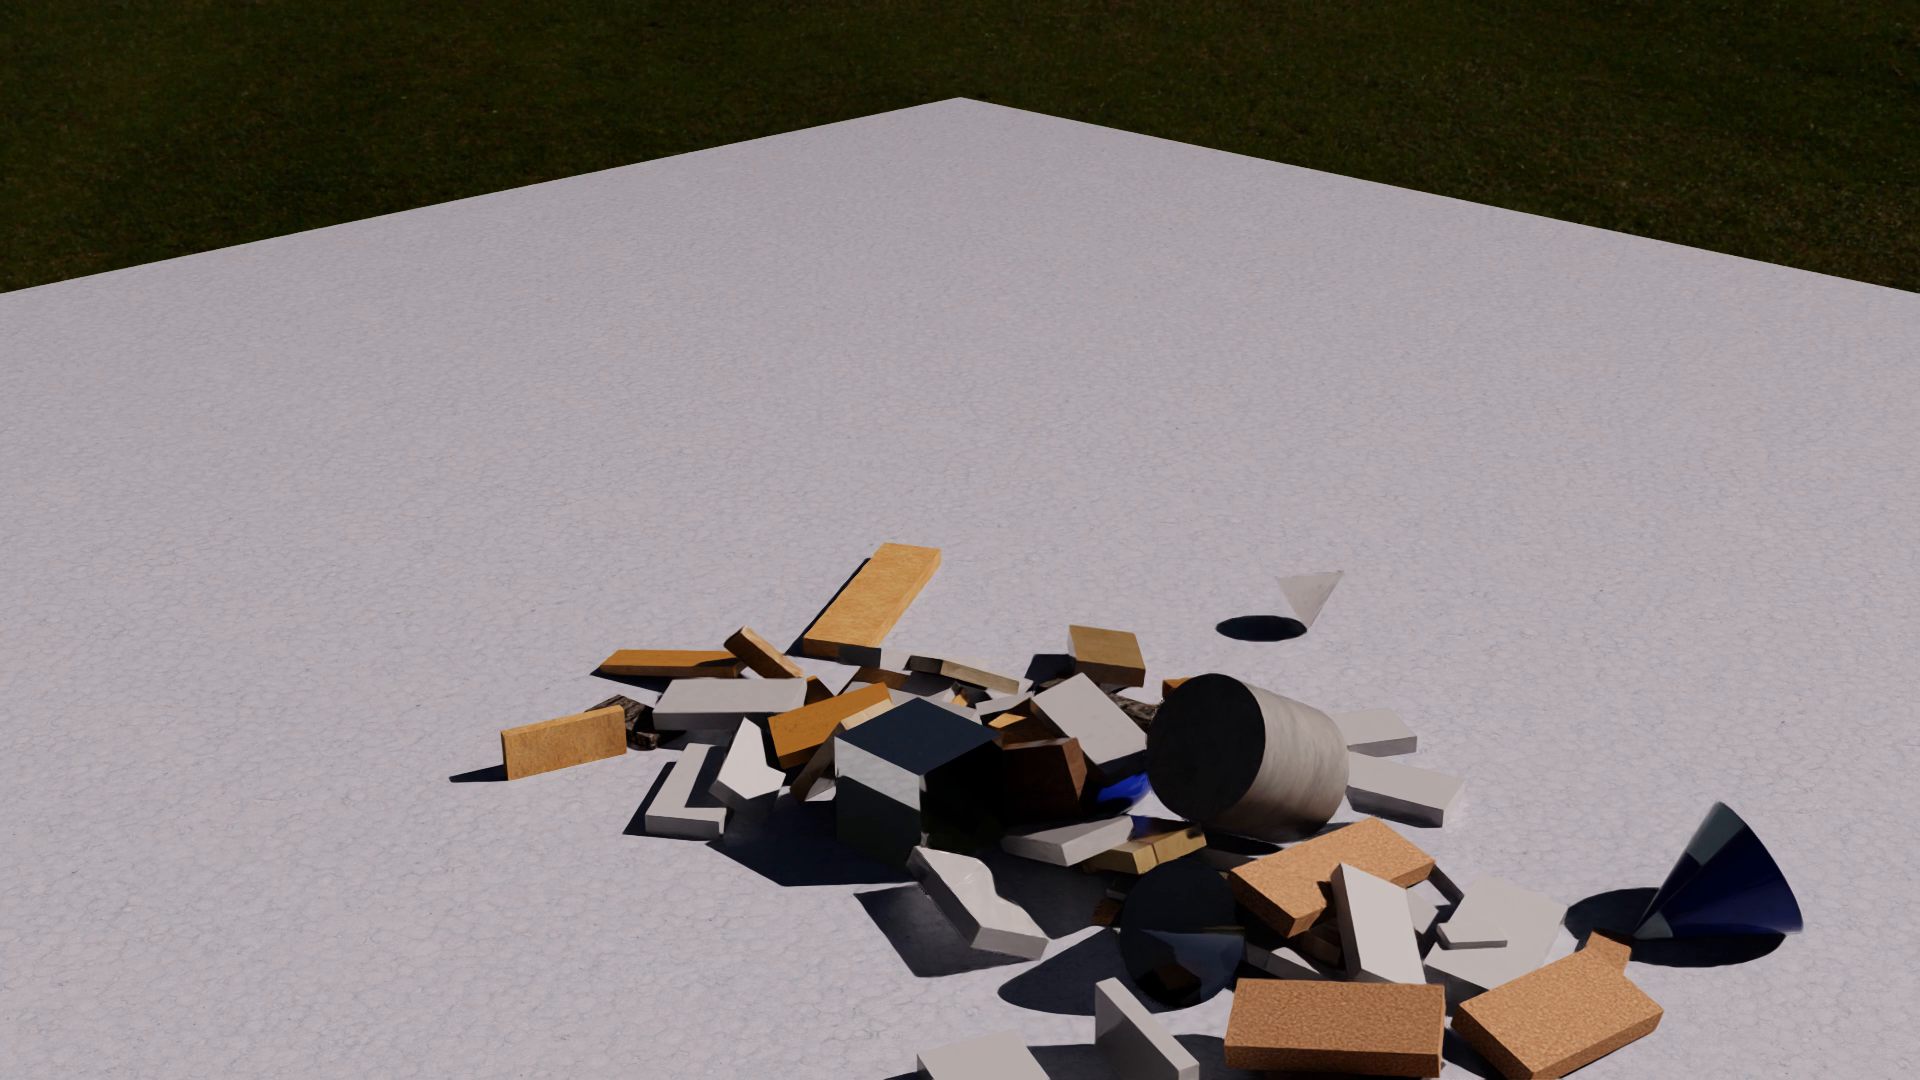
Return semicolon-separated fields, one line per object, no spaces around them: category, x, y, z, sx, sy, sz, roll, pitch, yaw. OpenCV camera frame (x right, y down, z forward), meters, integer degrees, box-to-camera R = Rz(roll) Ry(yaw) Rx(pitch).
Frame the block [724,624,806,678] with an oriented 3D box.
block;-0.436;0.266;4.902;0.088;0.175;0.025;-35;20;51

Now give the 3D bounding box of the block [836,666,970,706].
block;-0.135;0.356;4.779;0.281;0.040;0.140;10;44;35

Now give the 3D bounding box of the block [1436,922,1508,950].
block;0.912;0.704;3.917;0.112;0.016;0.056;0;27;-14

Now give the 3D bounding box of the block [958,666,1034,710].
block;0.025;0.362;4.857;0.140;0.040;0.281;16;28;32

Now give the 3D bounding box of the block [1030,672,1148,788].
block;0.266;0.375;4.357;0.129;0.036;0.257;-25;46;-24

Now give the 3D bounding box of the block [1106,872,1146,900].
block;0.328;0.647;4.162;0.059;0.017;0.117;11;25;25

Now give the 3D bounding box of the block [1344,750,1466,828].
block;0.877;0.506;4.517;0.284;0.040;0.142;12;26;27

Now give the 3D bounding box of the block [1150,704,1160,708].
block;0.462;0.412;4.740;0.274;0.039;0.137;7;24;16

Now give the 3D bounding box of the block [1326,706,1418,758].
block;0.819;0.423;4.713;0.281;0.040;0.140;-6;24;-14

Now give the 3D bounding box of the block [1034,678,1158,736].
block;0.318;0.353;4.502;0.307;0.043;0.153;16;8;19

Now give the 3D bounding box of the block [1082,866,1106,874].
block;0.315;0.607;4.221;0.148;0.021;0.074;-14;5;24

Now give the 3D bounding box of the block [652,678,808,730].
block;-0.495;0.355;4.750;0.304;0.043;0.152;-1;24;12

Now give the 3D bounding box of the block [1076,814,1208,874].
block;0.323;0.573;4.159;0.151;0.043;0.301;-19;5;-24

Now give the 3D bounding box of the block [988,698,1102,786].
block;0.212;0.405;4.438;0.284;0.040;0.142;18;30;33

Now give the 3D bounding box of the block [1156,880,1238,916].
block;0.438;0.659;4.048;0.148;0.021;0.074;9;7;7

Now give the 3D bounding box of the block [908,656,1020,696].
block;0.009;0.293;4.762;0.222;0.031;0.111;19;-9;-38

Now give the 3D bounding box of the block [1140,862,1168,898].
block;0.366;0.640;4.225;0.074;0.021;0.148;-1;23;-2

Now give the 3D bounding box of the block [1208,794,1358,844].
block;0.640;0.552;4.408;0.284;0.040;0.142;-2;23;-4

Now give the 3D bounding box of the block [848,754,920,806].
block;-0.151;0.483;4.583;0.109;0.031;0.222;5;24;13

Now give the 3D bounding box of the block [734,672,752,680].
block;-0.449;0.330;4.908;0.065;0.018;0.130;28;-1;-40

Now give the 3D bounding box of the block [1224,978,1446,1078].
block;0.618;0.800;3.615;0.342;0.048;0.171;-2;28;17

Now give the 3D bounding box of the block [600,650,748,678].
block;-0.646;0.280;4.998;0.347;0.025;0.088;0;21;23

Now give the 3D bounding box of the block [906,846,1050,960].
block;0.030;0.667;4.058;0.151;0.043;0.301;16;13;-30

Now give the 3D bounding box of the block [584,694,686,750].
block;-0.708;0.396;4.790;0.207;0.029;0.104;17;28;35

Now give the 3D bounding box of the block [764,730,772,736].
block;-0.381;0.407;4.770;0.175;0.025;0.088;-3;23;-8

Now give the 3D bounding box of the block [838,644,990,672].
block;-0.101;0.267;4.843;0.303;0.043;0.152;8;-4;-39

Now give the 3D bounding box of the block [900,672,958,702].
block;-0.101;0.371;4.673;0.109;0.031;0.218;9;43;28

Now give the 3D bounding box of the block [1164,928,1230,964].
block;0.436;0.734;4.011;0.117;0.017;0.059;21;31;40

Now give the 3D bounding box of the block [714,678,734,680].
block;-0.510;0.340;4.889;0.065;0.018;0.131;-16;28;-34

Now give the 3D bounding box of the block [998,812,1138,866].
block;0.201;0.563;4.201;0.151;0.043;0.301;-19;4;-22

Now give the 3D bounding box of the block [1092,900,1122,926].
block;0.310;0.701;4.088;0.117;0.017;0.059;8;24;19

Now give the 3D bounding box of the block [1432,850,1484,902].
block;0.963;0.646;4.212;0.075;0.021;0.149;-7;24;-16

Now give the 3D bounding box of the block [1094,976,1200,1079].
block;0.303;0.844;3.599;0.038;0.133;0.266;-12;26;-23

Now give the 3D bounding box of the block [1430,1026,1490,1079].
block;0.778;0.869;3.668;0.125;0.035;0.250;-7;24;-15
